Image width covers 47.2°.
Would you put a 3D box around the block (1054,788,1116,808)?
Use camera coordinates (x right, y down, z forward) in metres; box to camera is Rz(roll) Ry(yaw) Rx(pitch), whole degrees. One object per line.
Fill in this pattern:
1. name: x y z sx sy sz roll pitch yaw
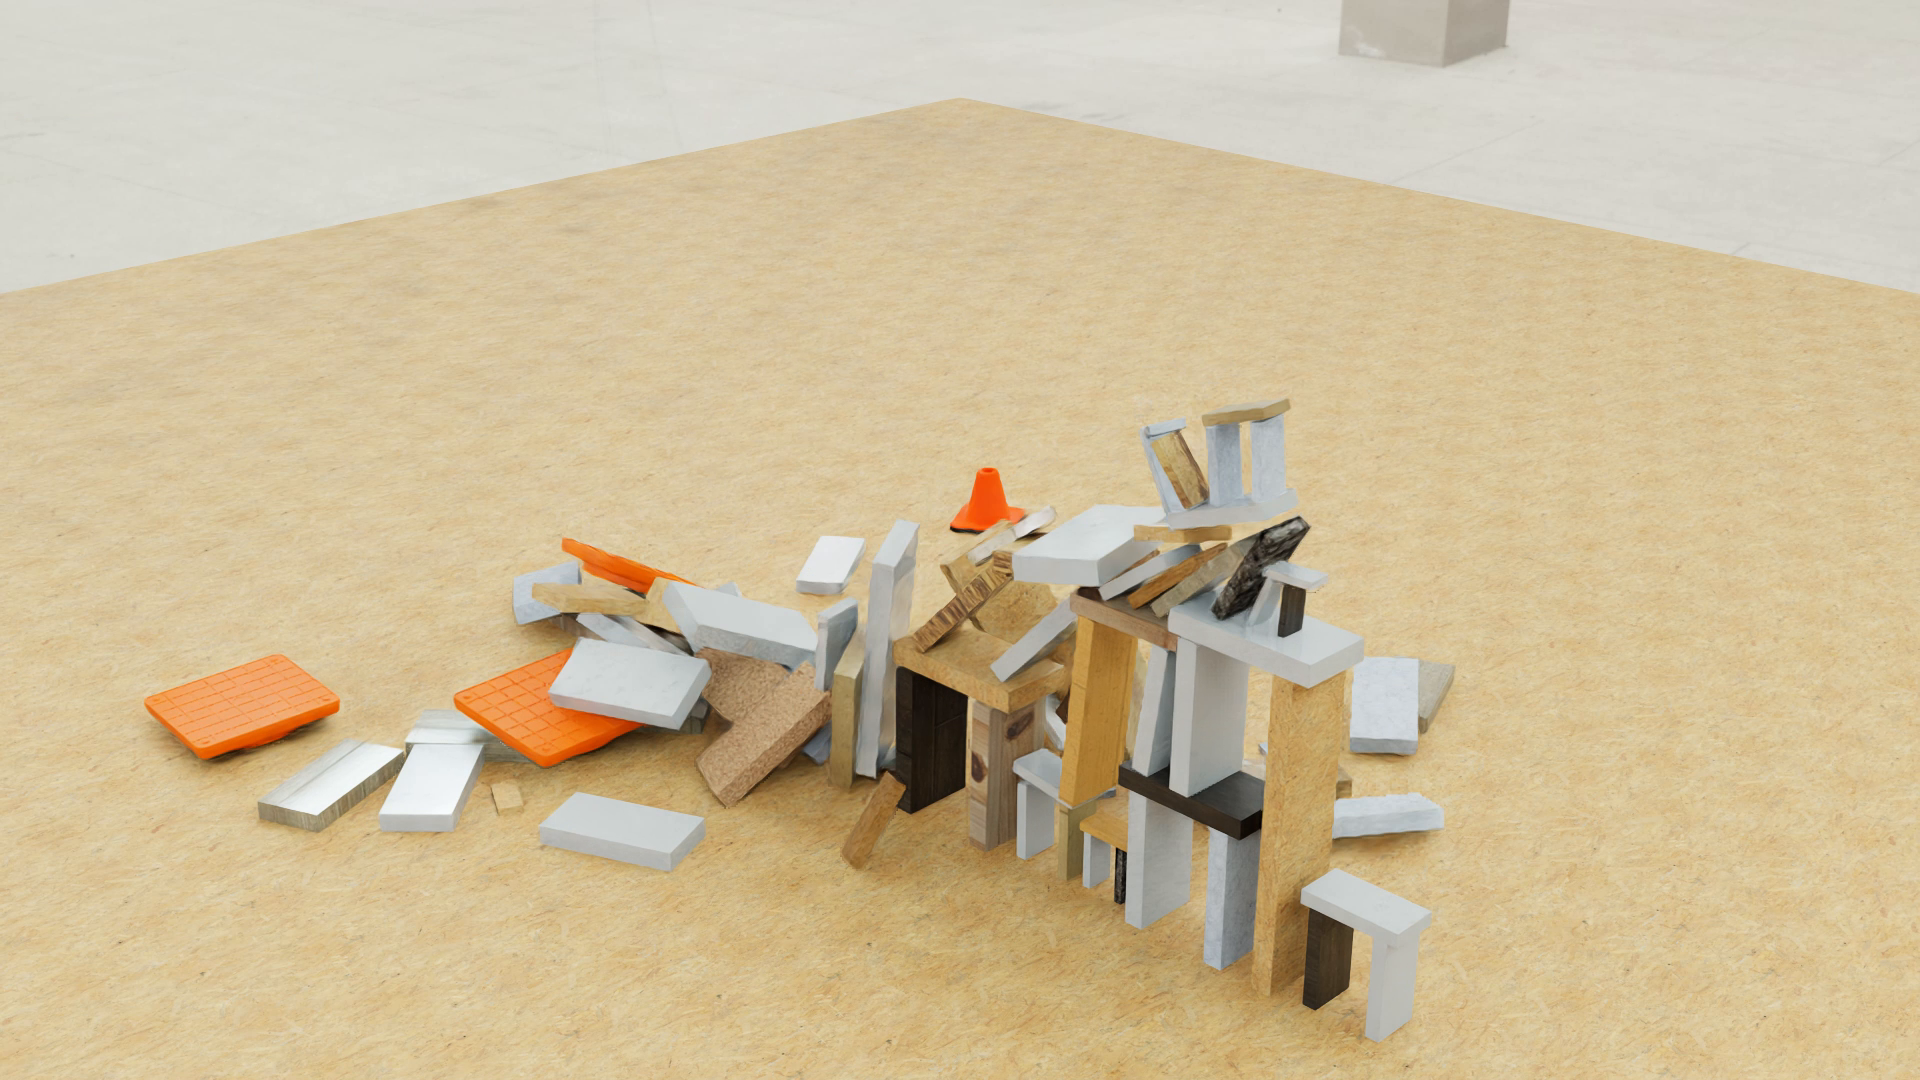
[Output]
1. block: 0.250 0.517 4.521 0.125 0.018 0.063 -8 24 -19

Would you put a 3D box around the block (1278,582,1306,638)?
1. block: 0.556 0.110 3.674 0.049 0.099 0.014 -21 34 -41

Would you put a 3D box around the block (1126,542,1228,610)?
1. block: 0.384 0.063 3.842 0.093 0.026 0.186 -21 -10 -41

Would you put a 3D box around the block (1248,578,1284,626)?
1. block: 0.521 0.097 3.706 0.049 0.099 0.014 -21 53 -40

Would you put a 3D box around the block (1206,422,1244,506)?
1. block: 0.443 -0.131 3.682 0.019 0.136 0.068 11 24 42

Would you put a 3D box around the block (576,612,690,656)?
1. block: -0.696 0.238 4.889 0.313 0.044 0.157 28 2 36

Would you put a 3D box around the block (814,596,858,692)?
1. block: -0.250 0.212 4.449 0.026 0.182 0.091 27 38 31

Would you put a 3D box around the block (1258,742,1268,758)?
1. block: 0.705 0.448 4.683 0.125 0.018 0.063 -6 24 -13

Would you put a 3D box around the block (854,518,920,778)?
1. block: -0.149 0.223 4.430 0.045 0.532 0.160 14 35 10

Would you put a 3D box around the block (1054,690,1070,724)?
1. block: 0.234 0.313 4.185 0.020 0.139 0.069 -31 70 -38

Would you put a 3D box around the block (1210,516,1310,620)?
1. block: 0.506 0.048 3.705 0.100 0.201 0.028 -21 61 -41

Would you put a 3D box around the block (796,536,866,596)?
1. block: -0.325 0.063 5.570 0.117 0.033 0.288 4 23 9

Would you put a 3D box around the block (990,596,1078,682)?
1. block: 0.186 0.162 4.150 0.140 0.280 0.040 -27 77 -47

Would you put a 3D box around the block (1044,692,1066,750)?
1. block: 0.192 0.363 4.444 0.069 0.020 0.313 18 13 -17

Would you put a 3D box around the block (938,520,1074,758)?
1. block: 0.147 0.209 4.617 0.170 0.490 0.048 -35 17 -18

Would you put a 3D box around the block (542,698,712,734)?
1. block: -0.728 0.367 4.841 0.350 0.042 0.148 2 23 5

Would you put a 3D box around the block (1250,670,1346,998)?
1. block: 0.585 0.493 3.805 0.150 0.620 0.043 -21 31 -41

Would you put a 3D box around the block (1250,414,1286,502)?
1. block: 0.507 -0.136 3.616 0.019 0.136 0.068 12 24 41

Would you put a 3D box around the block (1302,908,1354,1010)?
1. block: 0.644 0.711 3.831 0.028 0.198 0.099 21 31 41

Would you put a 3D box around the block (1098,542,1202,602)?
1. block: 0.335 0.055 3.874 0.093 0.026 0.186 -19 -8 -38

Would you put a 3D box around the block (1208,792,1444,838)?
1. block: 0.723 0.554 4.356 0.440 0.040 0.140 -4 7 -9

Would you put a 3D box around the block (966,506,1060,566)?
1. block: 0.103 -0.008 4.213 0.183 0.026 0.091 -30 -6 6

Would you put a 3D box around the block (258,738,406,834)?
1. block: -1.290 0.502 4.525 0.145 0.041 0.291 9 25 20

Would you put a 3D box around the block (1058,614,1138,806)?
1. block: 0.260 0.300 4.076 0.131 0.394 0.037 -20 36 -40

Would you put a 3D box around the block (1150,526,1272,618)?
1. block: 0.437 0.057 3.775 0.100 0.028 0.245 -21 -13 -41

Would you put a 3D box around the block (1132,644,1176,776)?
1. block: 0.381 0.285 3.932 0.131 0.262 0.037 -21 39 -41

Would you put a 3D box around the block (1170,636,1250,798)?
1. block: 0.442 0.290 3.874 0.150 0.301 0.043 -20 31 -39

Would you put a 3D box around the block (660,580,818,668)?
1. block: -0.456 0.185 4.690 0.340 0.048 0.170 16 22 -38

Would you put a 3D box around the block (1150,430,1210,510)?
1. block: 0.378 -0.119 3.739 0.063 0.127 0.018 -24 -4 -44

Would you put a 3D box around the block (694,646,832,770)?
1. block: -0.436 0.328 4.681 0.320 0.045 0.160 39 82 27

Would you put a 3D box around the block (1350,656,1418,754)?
1. block: 0.922 0.356 4.772 0.140 0.040 0.280 2 35 11

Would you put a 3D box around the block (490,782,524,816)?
1. block: -0.926 0.528 4.497 0.052 0.015 0.104 -7 24 -17

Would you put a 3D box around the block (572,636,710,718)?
1. block: -0.694 0.298 4.778 0.296 0.042 0.148 27 6 37

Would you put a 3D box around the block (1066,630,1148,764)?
1. block: 0.344 0.328 4.516 0.136 0.433 0.039 -19 -8 -37

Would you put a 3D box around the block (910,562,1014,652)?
1. block: 0.033 0.107 4.282 0.040 0.280 0.140 51 38 5

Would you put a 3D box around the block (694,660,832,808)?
1. block: -0.395 0.399 4.534 0.313 0.044 0.157 -42 32 -2

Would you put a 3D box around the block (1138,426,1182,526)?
1. block: 0.371 -0.115 3.871 0.063 0.018 0.188 -5 67 -26

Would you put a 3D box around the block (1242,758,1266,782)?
1. block: 0.604 0.498 4.369 0.136 0.039 0.272 -3 13 -23

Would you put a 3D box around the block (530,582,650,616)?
1. block: -0.815 0.130 4.852 0.117 0.033 0.235 20 10 41

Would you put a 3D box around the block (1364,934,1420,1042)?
1. block: 0.737 0.748 3.745 0.028 0.198 0.099 21 31 41

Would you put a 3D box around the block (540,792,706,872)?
1. block: -0.667 0.576 4.351 0.291 0.041 0.145 9 24 19
